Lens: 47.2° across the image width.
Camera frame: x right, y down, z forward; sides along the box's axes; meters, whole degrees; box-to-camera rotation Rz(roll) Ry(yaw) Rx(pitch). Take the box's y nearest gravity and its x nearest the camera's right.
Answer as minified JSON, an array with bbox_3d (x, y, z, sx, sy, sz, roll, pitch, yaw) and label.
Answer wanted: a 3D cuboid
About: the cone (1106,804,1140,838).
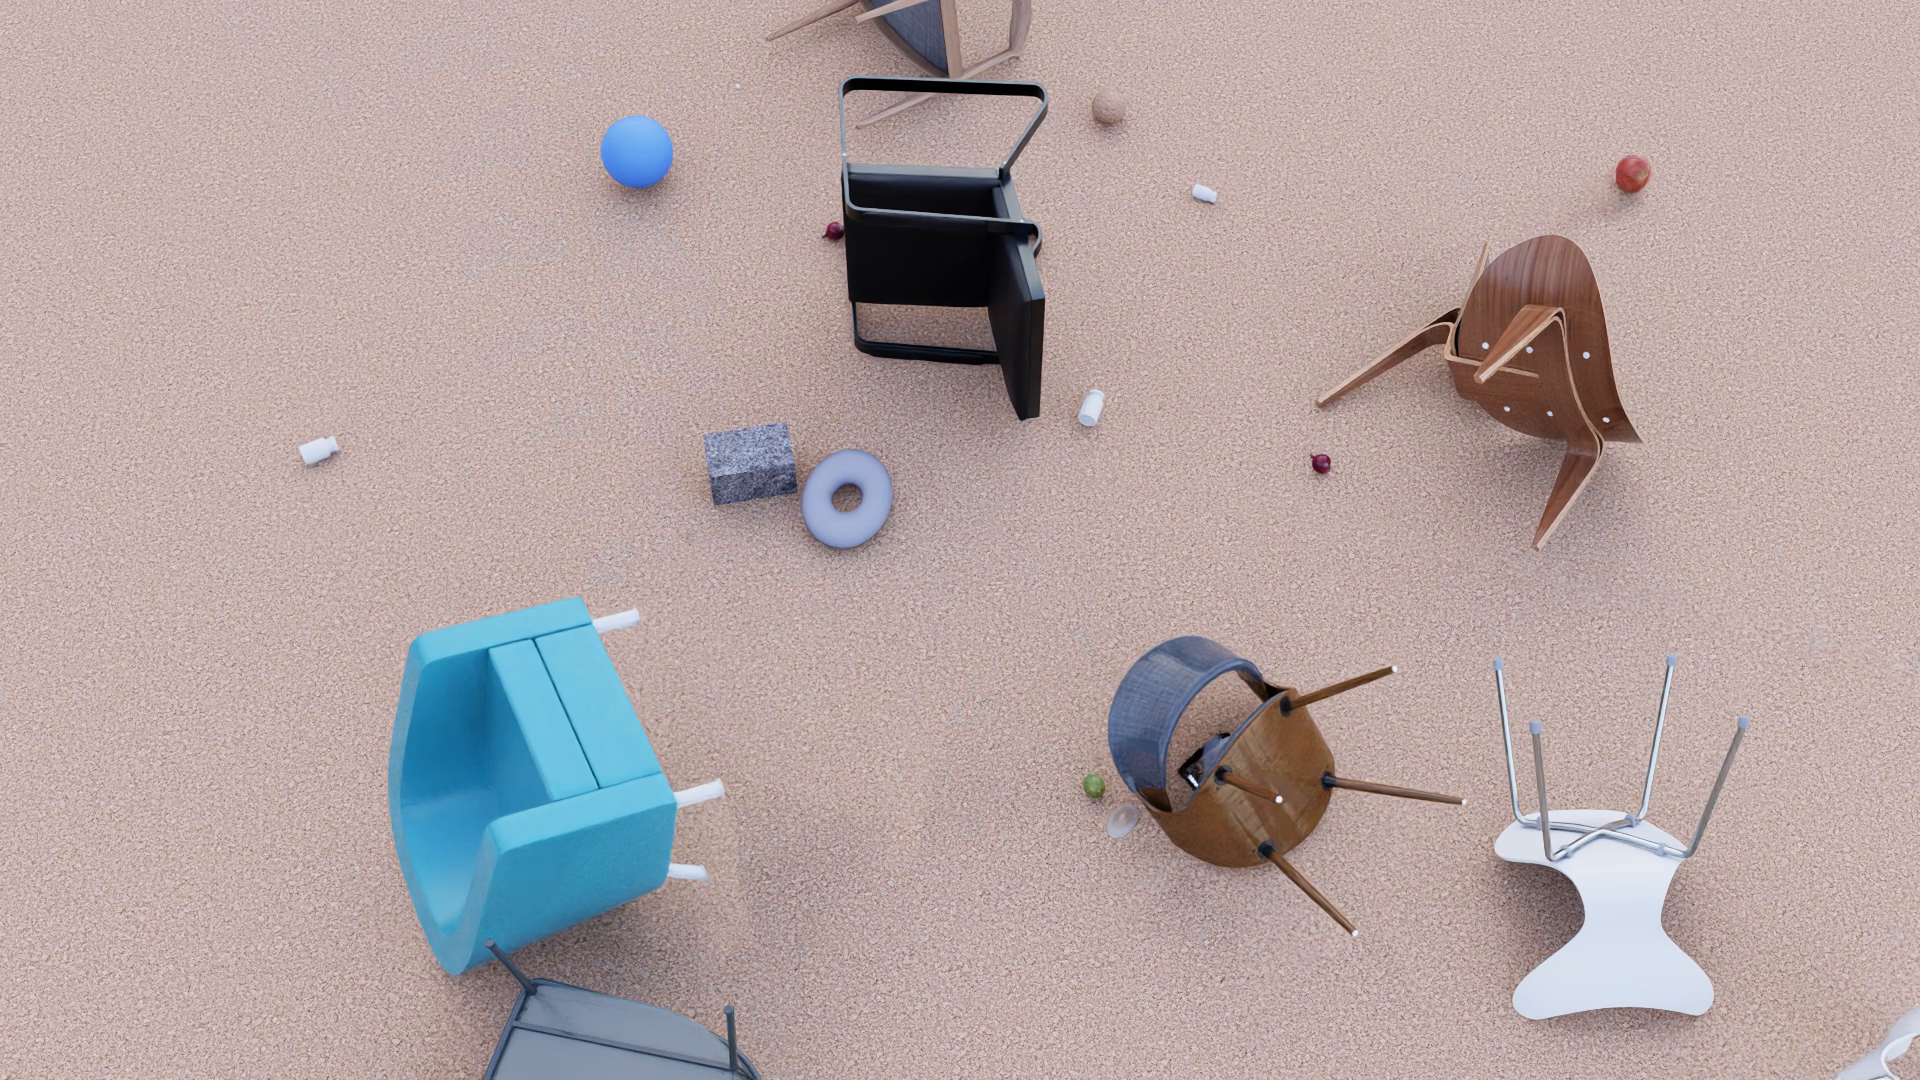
[{"bbox_3d":[0.447,0.760,6.035,0.077,0.047,0.122,30,61,19],"label":"cone"}]

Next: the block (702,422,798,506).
[{"bbox_3d":[-0.633,-0.231,6.641,0.255,0.146,0.162,-9,57,-6],"label":"block"}]

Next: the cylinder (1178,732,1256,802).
[{"bbox_3d":[0.710,0.628,6.089,0.187,0.103,0.108,-35,63,-12],"label":"cylinder"}]

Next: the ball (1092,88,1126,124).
[{"bbox_3d":[0.508,-1.477,7.494,0.118,0.118,0.118,0,56,0],"label":"ball"}]

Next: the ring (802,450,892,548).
[{"bbox_3d":[-0.339,-0.125,6.608,0.272,0.085,0.352,9,57,5],"label":"ring"}]

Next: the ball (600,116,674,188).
[{"bbox_3d":[-1.071,-1.288,7.294,0.239,0.239,0.239,0,56,0],"label":"ball"}]
